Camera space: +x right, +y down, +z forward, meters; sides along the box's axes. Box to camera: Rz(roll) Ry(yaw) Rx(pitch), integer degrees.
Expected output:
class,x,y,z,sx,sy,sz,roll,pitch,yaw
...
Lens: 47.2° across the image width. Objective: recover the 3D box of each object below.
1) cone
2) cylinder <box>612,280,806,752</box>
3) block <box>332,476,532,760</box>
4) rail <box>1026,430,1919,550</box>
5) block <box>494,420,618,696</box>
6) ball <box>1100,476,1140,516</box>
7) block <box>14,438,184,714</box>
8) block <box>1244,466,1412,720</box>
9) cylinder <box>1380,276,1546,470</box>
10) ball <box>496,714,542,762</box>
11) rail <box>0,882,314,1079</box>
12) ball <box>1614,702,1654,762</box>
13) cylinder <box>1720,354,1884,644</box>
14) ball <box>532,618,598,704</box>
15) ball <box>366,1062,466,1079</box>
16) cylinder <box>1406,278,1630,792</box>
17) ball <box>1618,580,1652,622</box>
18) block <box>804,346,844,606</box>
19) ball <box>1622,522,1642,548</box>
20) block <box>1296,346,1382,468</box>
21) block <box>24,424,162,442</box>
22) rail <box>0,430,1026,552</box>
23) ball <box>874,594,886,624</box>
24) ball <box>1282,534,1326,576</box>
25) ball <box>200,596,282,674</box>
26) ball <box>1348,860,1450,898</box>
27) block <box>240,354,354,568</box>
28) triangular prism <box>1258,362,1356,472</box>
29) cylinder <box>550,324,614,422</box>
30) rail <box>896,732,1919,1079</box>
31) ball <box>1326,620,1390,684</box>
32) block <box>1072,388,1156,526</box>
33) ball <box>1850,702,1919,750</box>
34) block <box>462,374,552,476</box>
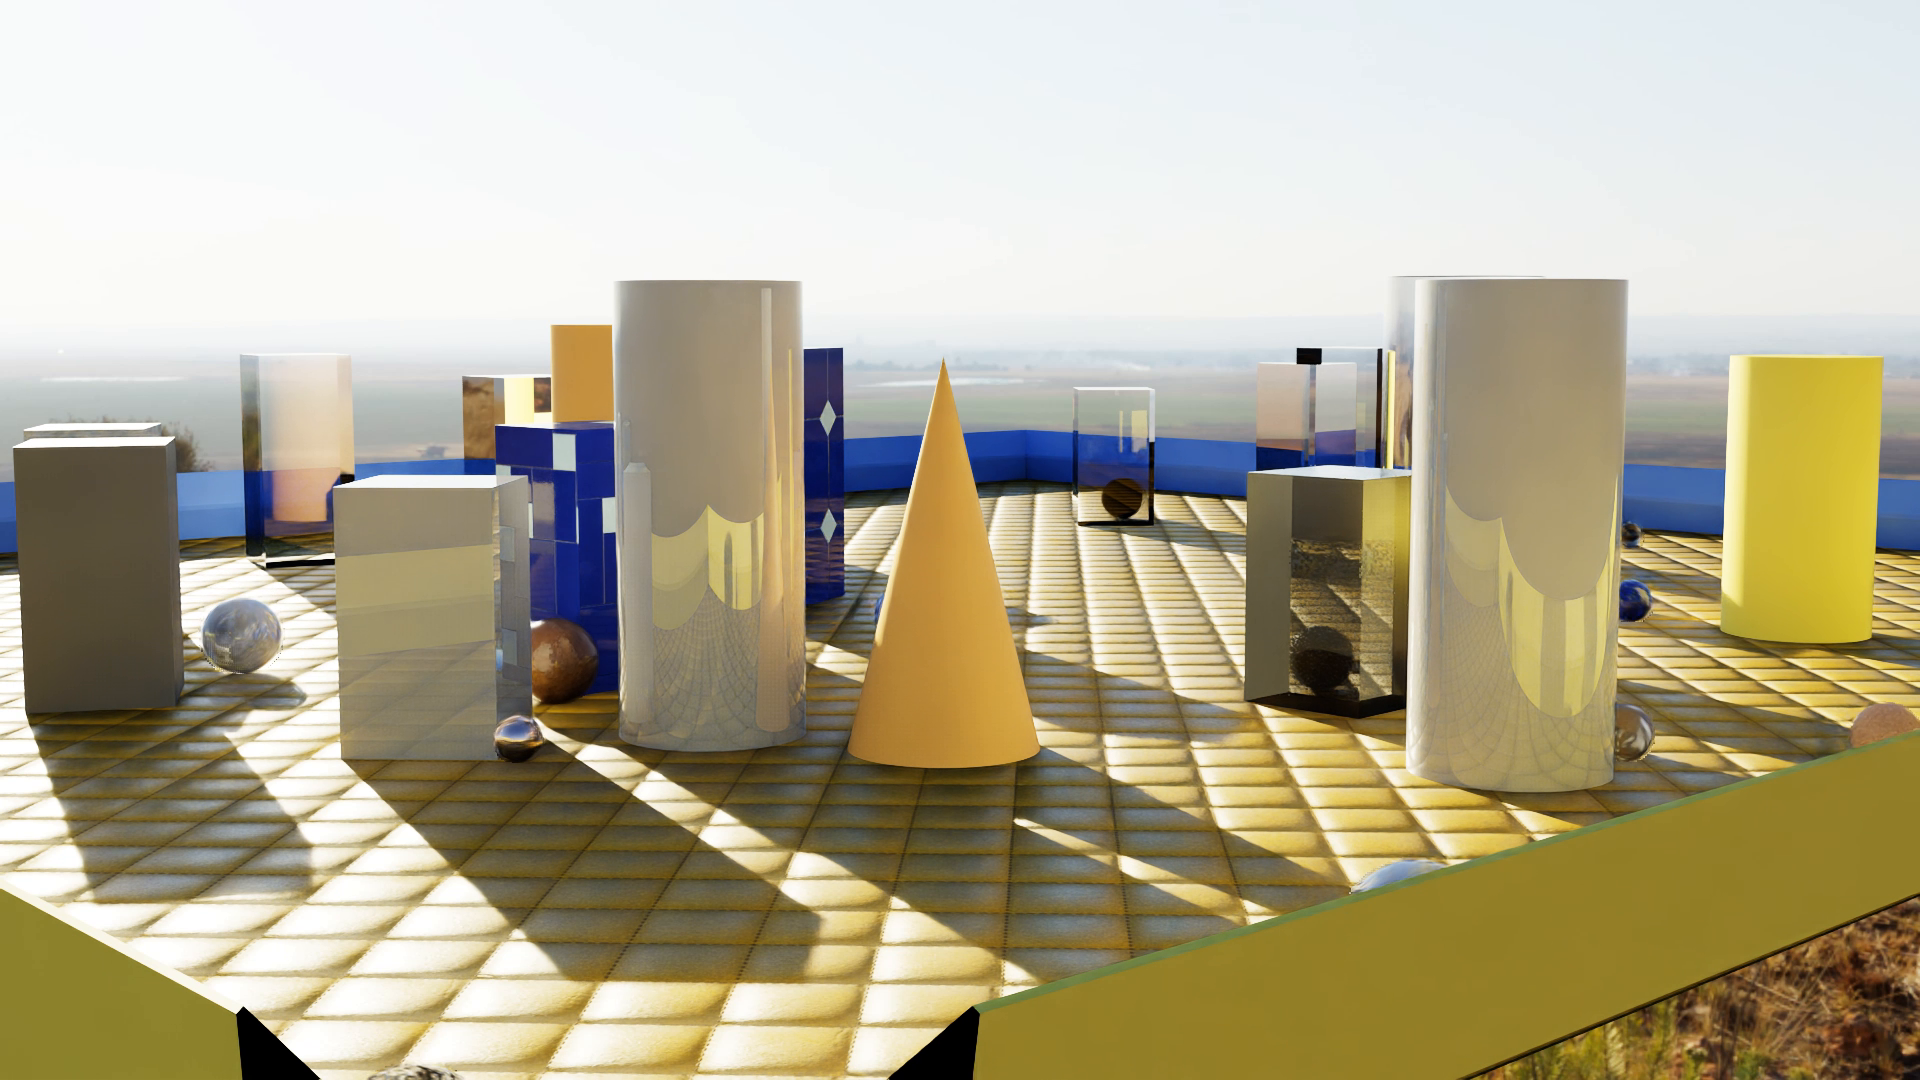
class,x,y,z,sx,sy,sz,roll,pitch,yaw
cone,-0.017,0.014,2.223,0.197,0.399,0.197,0,6,0
cylinder,-0.261,-0.032,2.299,0.197,0.474,0.197,0,6,0
block,-0.535,0.075,2.250,0.157,0.271,0.157,0,6,2
rail,1.326,-0.094,4.549,0.045,0.128,3.449,-5,8,-42
block,-0.444,0.016,2.644,0.157,0.308,0.157,5,8,42
ball,0.345,-0.095,4.766,0.088,0.088,0.088,0,6,0
block,-0.981,0.035,2.516,0.157,0.295,0.157,-2,6,-16
block,0.436,0.054,2.500,0.157,0.262,0.157,6,8,45
cylinder,0.628,-0.086,2.763,0.197,0.486,0.197,0,6,0
ball,-0.436,0.196,2.174,0.046,0.046,0.046,0,6,0
rail,-1.326,0.160,2.115,0.045,0.128,3.449,-5,8,-42
ball,0.657,0.190,2.179,0.058,0.058,0.058,0,6,0
cylinder,1.158,-0.062,3.029,0.197,0.382,0.197,0,6,0
ball,-0.460,0.137,2.498,0.098,0.098,0.098,0,6,0
ball,-0.264,0.294,1.059,0.083,0.083,0.083,0,6,0
cylinder,0.533,-0.012,2.111,0.197,0.473,0.197,0,6,0
ball,0.961,0.087,3.150,0.061,0.061,0.061,0,6,0
block,-0.284,-0.102,3.384,0.157,0.387,0.157,3,6,23
ball,1.256,-0.009,4.129,0.048,0.048,0.048,0,6,0
block,0.777,-0.197,4.381,0.157,0.371,0.157,5,8,40
block,-1.223,-0.021,3.122,0.157,0.281,0.157,-1,6,-12
rail,-1.153,-0.097,4.575,3.655,0.128,0.045,-5,8,-42
ball,-0.089,0.100,3.035,0.059,0.059,0.059,0,6,0
ball,0.578,0.025,3.694,0.072,0.072,0.072,0,6,0
ball,-0.882,0.117,2.701,0.095,0.095,0.095,0,6,0
ball,0.290,0.252,1.392,0.098,0.098,0.098,0,6,0
block,-1.171,-0.144,3.890,0.157,0.367,0.157,-3,7,-29
triangular prism,0.587,-0.133,3.858,0.148,0.352,0.170,4,7,35
cylinder,-0.480,-0.094,3.132,0.197,0.424,0.197,0,6,0
rail,1.153,0.163,2.089,3.655,0.128,0.045,-5,8,-42
ball,0.477,0.133,2.633,0.076,0.076,0.076,0,6,0
block,0.321,-0.177,4.618,0.157,0.281,0.157,0,6,-1
ball,0.898,0.191,2.132,0.066,0.066,0.066,0,6,0
block,-0.781,-0.130,3.947,0.157,0.327,0.157,-5,8,-40
